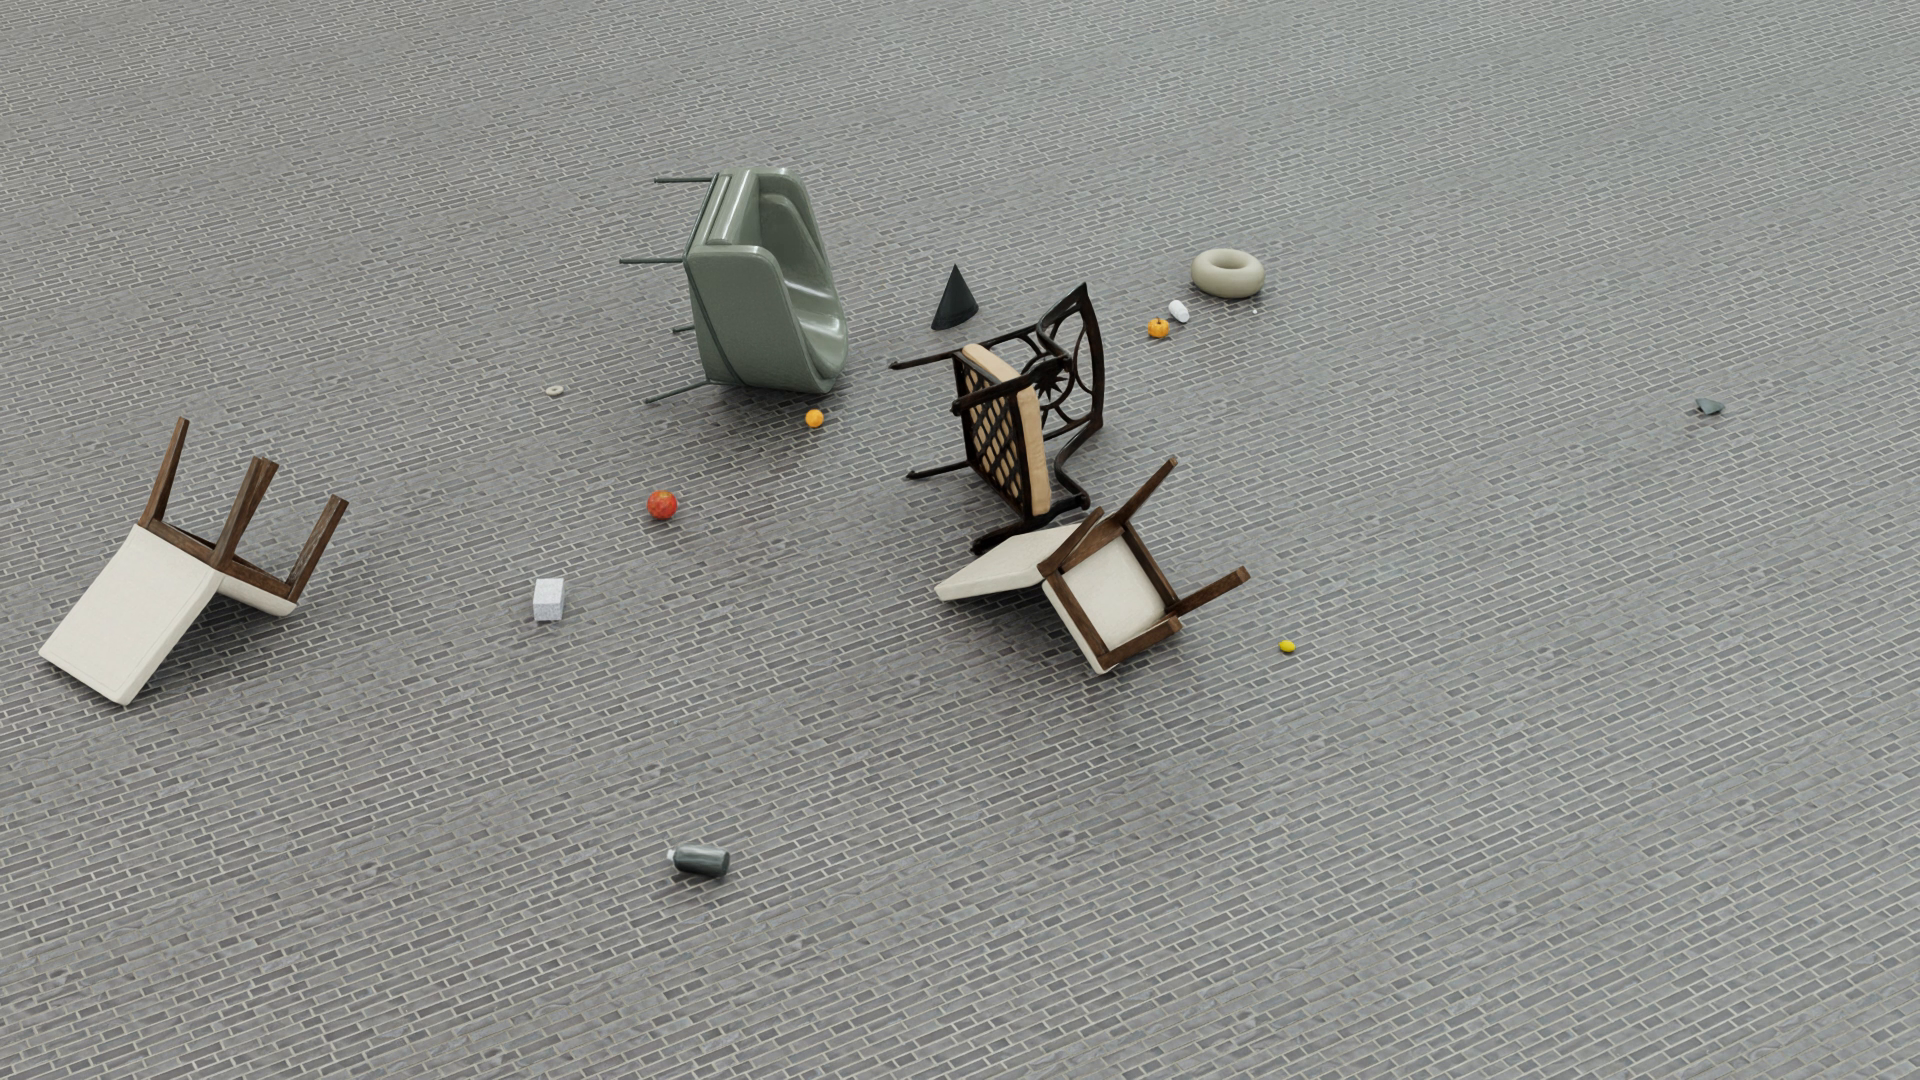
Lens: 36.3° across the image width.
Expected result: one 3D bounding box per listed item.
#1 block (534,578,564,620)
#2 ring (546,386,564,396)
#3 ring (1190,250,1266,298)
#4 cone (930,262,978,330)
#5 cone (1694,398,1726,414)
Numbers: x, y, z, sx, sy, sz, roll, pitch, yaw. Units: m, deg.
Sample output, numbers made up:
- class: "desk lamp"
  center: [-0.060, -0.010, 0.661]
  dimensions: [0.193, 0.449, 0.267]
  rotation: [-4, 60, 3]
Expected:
- class: "block"
  center: [-1.479, 0.214, 10.553]
  dimensions: [0.096, 0.073, 0.156]
  rotation: [-1, 33, -2]
- class: "ring"
  center: [-1.637, -0.603, 11.844]
  dimensions: [0.076, 0.018, 0.057]
  rotation: [-18, 36, -26]
- class: "ring"
  center: [1.147, -1.142, 12.559]
  dimensions: [0.330, 0.133, 0.262]
  rotation: [15, 38, 23]
- class: "cone"
  center: [-0.021, -1.049, 12.301]
  dimensions: [0.115, 0.258, 0.286]
  rotation: [25, 41, 32]
- class: "cone"
  center: [2.989, -0.523, 11.711]
  dimensions: [0.127, 0.070, 0.052]
  rotation: [16, 70, 20]
